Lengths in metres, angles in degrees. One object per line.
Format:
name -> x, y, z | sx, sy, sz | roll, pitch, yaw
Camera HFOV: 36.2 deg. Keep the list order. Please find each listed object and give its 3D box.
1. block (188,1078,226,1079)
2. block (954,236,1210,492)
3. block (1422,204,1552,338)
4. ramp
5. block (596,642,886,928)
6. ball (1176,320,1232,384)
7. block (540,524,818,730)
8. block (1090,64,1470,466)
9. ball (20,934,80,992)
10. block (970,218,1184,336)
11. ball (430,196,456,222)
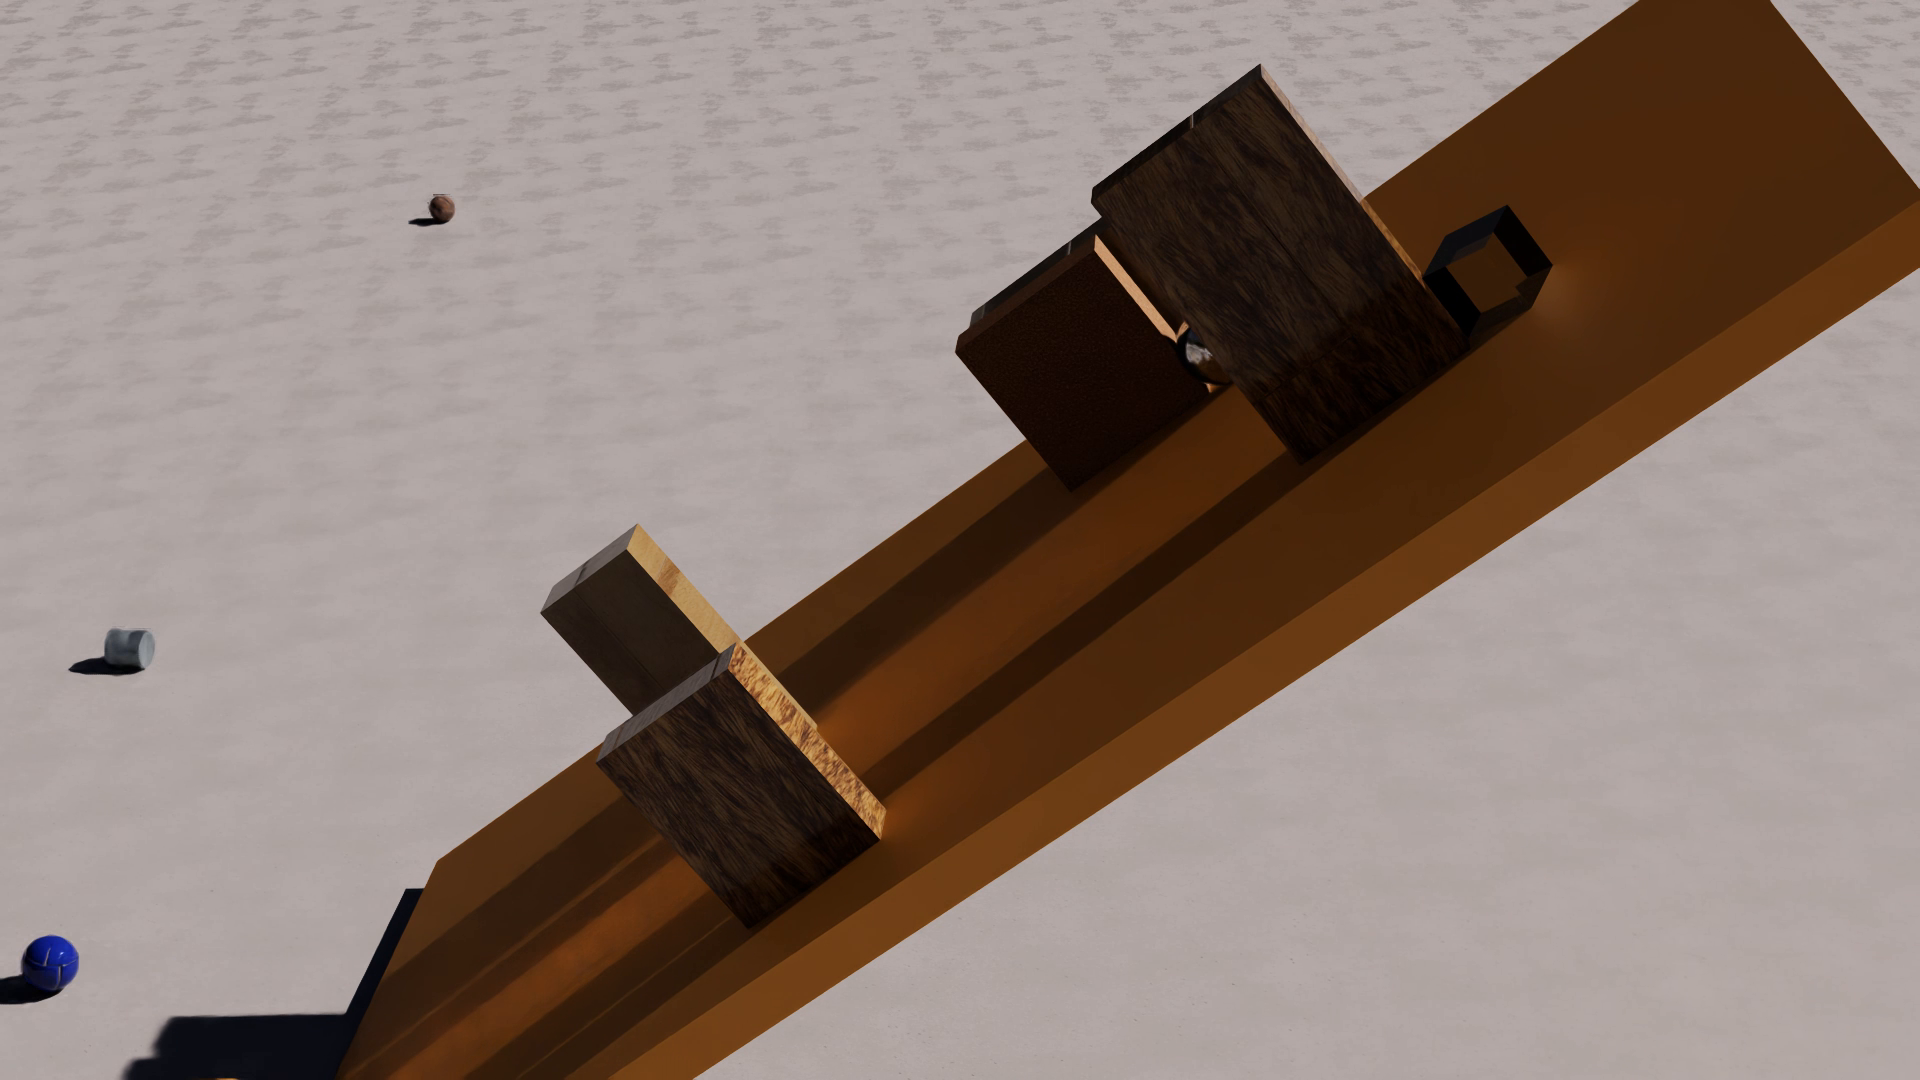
block -> -1.651, 1.336, 6.534 | 0.201, 0.201, 0.201 | 0, 18, 12
block -> 0.276, -0.392, 6.584 | 0.392, 0.421, 0.114 | -35, 16, 17
block -> 1.022, -0.520, 5.695 | 0.154, 0.154, 0.154 | -26, 21, 42
ramp -> 0.124, 0.183, 6.334 | 4.000, 0.100, 2.000 | -35, 16, 17
block -> -0.425, 0.482, 5.746 | 0.339, 0.459, 0.121 | -35, 16, 17
ball -> 0.567, -0.434, 6.463 | 0.183, 0.183, 0.183 | 0, 23, 0
block -> -0.611, 0.285, 6.437 | 0.250, 0.611, 0.142 | -35, 16, 17
block -> 0.619, -0.525, 5.674 | 0.403, 0.674, 0.103 | -35, 16, 17
ball -> -2.281, 1.061, 7.374 | 0.141, 0.141, 0.141 | 0, 23, 0
block -> 0.313, -0.469, 6.739 | 0.423, 0.403, 0.132 | -35, 16, 17
ball -> -2.349, -1.504, 13.345 | 0.119, 0.119, 0.119 | 0, 23, 0
